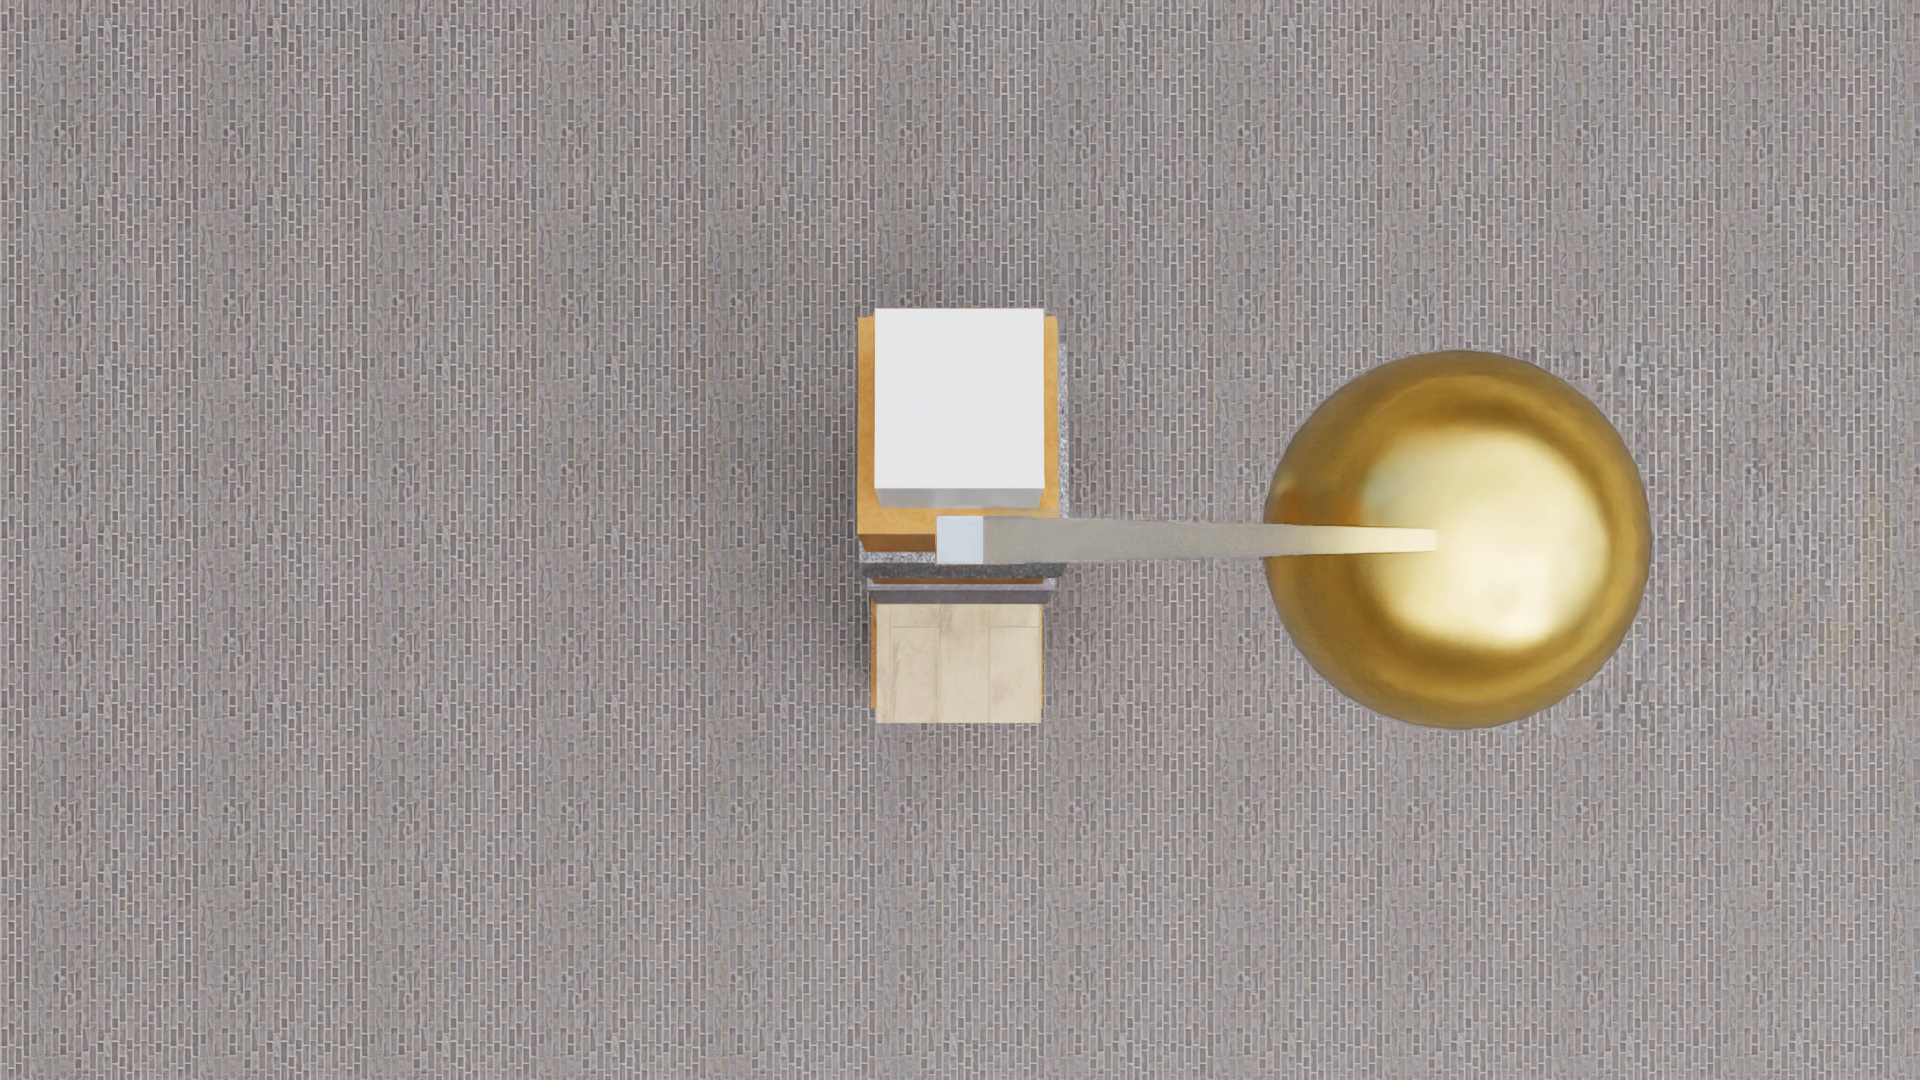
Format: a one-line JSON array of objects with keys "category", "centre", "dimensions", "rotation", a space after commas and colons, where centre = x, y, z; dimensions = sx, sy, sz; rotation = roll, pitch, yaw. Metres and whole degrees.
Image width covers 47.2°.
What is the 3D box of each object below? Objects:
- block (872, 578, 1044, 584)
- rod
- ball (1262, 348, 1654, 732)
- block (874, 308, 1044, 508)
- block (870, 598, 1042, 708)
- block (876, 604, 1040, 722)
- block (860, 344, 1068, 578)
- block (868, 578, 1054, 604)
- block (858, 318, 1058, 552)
[{"category": "block", "centre": [-0.009, -0.228, 9.719], "dimensions": [0.773, 0.773, 0.776], "rotation": [0, 84, 0]}, {"category": "rod", "centre": [0.899, 0.000, 6.053], "dimensions": [0.080, 5.200, 0.080], "rotation": [0, 90, 20]}, {"category": "ball", "centre": [2.074, 0.000, 9.243], "dimensions": [1.600, 1.600, 1.600], "rotation": [0, 90, 0]}, {"category": "block", "centre": [-0.002, -0.446, 7.664], "dimensions": [0.566, 0.577, 0.609], "rotation": [0, 84, 0]}, {"category": "block", "centre": [-0.017, 0.437, 12.436], "dimensions": [0.929, 1.129, 0.942], "rotation": [0, 90, 0]}, {"category": "block", "centre": [-0.006, 0.532, 11.479], "dimensions": [0.828, 0.784, 0.780], "rotation": [0, 90, 0]}, {"category": "block", "centre": [0.017, -0.306, 8.984], "dimensions": [0.816, 0.706, 0.868], "rotation": [0, 84, 0]}, {"category": "block", "centre": [0.003, -0.141, 10.538], "dimensions": [0.856, 0.874, 0.837], "rotation": [0, 84, 0]}, {"category": "block", "centre": [-0.008, -0.379, 8.292], "dimensions": [0.723, 0.686, 0.790], "rotation": [0, 84, 0]}]
